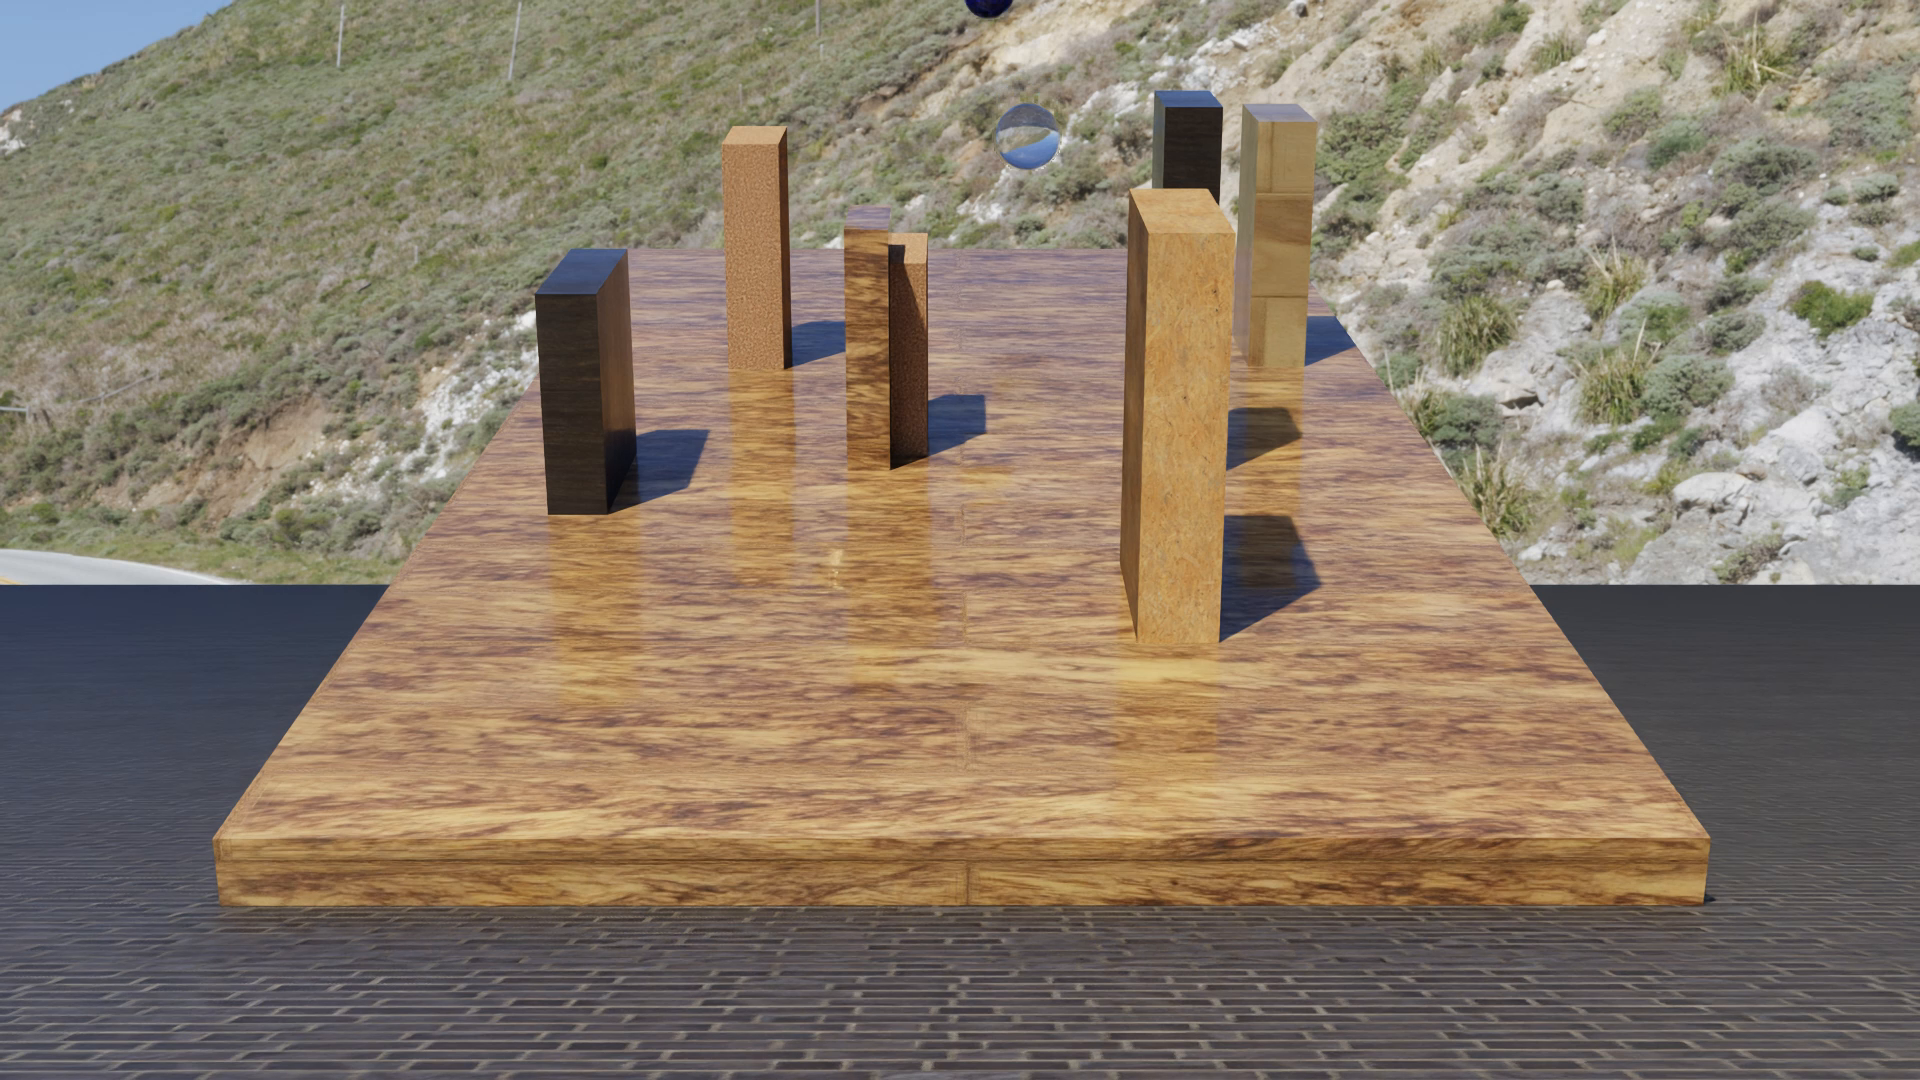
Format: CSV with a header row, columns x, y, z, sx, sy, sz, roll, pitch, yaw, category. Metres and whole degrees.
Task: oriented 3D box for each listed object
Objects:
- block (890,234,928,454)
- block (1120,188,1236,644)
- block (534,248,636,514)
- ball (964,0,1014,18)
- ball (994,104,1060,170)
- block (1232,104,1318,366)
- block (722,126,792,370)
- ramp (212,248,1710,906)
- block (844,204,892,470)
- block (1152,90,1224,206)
x,y,z,sx,sy,sz,roll,pitch,yaw,category
-0.114,-0.423,4.795,0.089,0.407,0.324,0,19,0,block
0.357,-0.216,3.760,0.134,0.678,0.400,0,19,0,block
-0.735,-0.321,4.451,0.115,0.433,0.427,0,19,0,block
0.086,-1.629,6.672,0.157,0.157,0.157,0,-1,0,ball
0.201,-1.196,6.662,0.194,0.194,0.194,0,-1,0,ball
0.763,-0.746,5.473,0.136,0.587,0.308,0,19,0,block
-0.489,-0.710,5.440,0.132,0.538,0.289,0,19,0,block
-0.004,-0.194,4.909,2.000,0.100,4.000,0,19,0,ramp
-0.187,-0.422,4.649,0.087,0.498,0.274,0,19,0,block
0.449,-0.516,4.544,0.111,0.746,0.246,0,19,0,block
